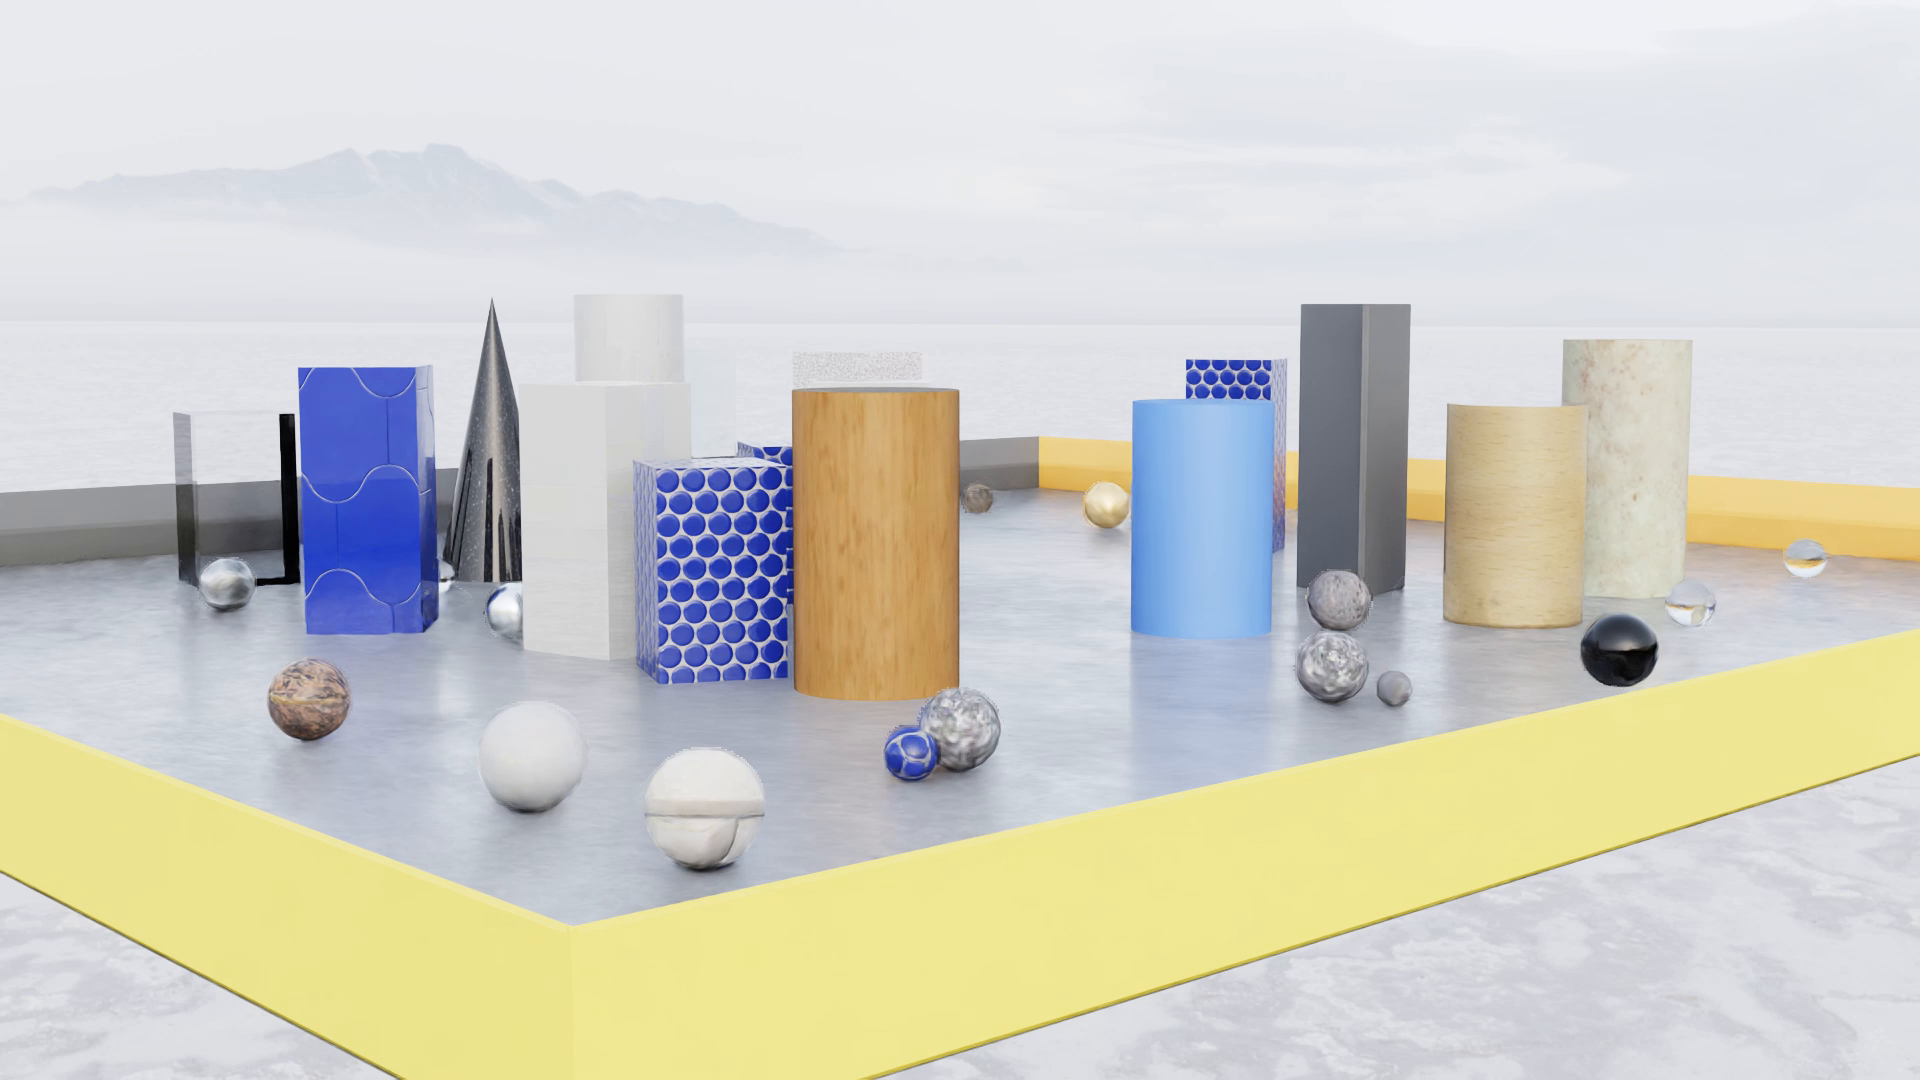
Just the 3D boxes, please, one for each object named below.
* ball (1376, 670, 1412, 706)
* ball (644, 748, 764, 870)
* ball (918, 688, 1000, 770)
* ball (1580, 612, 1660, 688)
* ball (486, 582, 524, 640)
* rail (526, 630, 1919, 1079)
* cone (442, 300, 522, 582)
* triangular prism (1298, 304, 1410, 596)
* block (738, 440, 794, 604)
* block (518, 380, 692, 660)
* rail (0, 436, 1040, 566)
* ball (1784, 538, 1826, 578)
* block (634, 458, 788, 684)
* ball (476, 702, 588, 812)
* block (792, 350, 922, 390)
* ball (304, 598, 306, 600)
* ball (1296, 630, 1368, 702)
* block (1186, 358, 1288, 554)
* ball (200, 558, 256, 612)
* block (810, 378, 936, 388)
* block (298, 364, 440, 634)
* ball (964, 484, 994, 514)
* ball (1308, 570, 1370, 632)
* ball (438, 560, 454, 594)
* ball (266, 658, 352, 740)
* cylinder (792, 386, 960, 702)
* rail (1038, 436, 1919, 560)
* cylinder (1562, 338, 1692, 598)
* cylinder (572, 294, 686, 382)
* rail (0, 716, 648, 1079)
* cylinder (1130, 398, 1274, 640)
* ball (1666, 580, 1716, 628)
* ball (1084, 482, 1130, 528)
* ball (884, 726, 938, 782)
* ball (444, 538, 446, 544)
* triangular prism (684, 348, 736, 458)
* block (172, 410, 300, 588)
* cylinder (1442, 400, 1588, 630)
[{"bbox_3d":[0.490,0.167,2.481,0.040,0.040,0.040,0,6,0],"label":"ball"},{"bbox_3d":[-0.204,0.215,1.758,0.096,0.096,0.096,0,6,0],"label":"ball"},{"bbox_3d":[0.000,0.184,2.131,0.080,0.080,0.080,0,6,0],"label":"ball"},{"bbox_3d":[0.780,0.130,2.600,0.089,0.089,0.089,0,6,0],"label":"ball"},{"bbox_3d":[-0.604,0.096,2.981,0.077,0.077,0.077,0,6,0],"label":"ball"},{"bbox_3d":[0.995,0.145,2.259,3.293,0.128,0.045,-5,8,-42],"label":"rail"},{"bbox_3d":[-0.778,-0.174,3.682,0.196,0.468,0.196,0,6,0],"label":"cone"},{"bbox_3d":[0.607,-0.147,3.495,0.147,0.454,0.170,4,7,34],"label":"triangular prism"},{"bbox_3d":[-0.253,-0.030,3.408,0.157,0.240,0.157,-2,6,-15],"label":"block"},{"bbox_3d":[-0.464,-0.031,2.891,0.157,0.349,0.157,4,7,36],"label":"block"},{"bbox_3d":[-0.995,-0.079,4.404,3.293,0.128,0.045,-5,8,-42],"label":"rail"},{"bbox_3d":[1.407,0.031,3.659,0.067,0.067,0.067,0,6,0],"label":"ball"},{"bbox_3d":[-0.309,0.034,2.710,0.157,0.258,0.157,-2,6,-18],"label":"block"},{"bbox_3d":[-0.381,0.193,1.958,0.097,0.097,0.097,0,6,0],"label":"ball"},{"bbox_3d":[-0.176,-0.138,3.798,0.157,0.373,0.157,6,8,44],"label":"block"},{"bbox_3d":[-0.941,0.085,3.239,0.047,0.047,0.047,0,6,0],"label":"ball"},{"bbox_3d":[0.423,0.144,2.500,0.082,0.082,0.082,0,6,0],"label":"ball"},{"bbox_3d":[0.512,-0.158,4.079,0.157,0.355,0.157,2,6,19],"label":"block"},{"bbox_3d":[-1.085,0.067,3.257,0.079,0.079,0.079,0,6,0],"label":"ball"},{"bbox_3d":[-0.116,-0.043,3.011,0.157,0.349,0.157,0,6,2],"label":"block"},{"bbox_3d":[-0.828,-0.061,3.091,0.157,0.367,0.157,-1,6,-5],"label":"block"},{"bbox_3d":[0.040,-0.090,4.817,0.066,0.066,0.066,0,6,0],"label":"ball"},{"bbox_3d":[0.526,0.084,3.053,0.086,0.086,0.086,0,6,0],"label":"ball"},{"bbox_3d":[-0.823,0.058,3.468,0.052,0.052,0.052,0,6,0],"label":"ball"},{"bbox_3d":[-0.676,0.166,2.284,0.084,0.084,0.084,0,6,0],"label":"ball"},{"bbox_3d":[-0.099,-0.001,2.592,0.196,0.352,0.196,0,6,0],"label":"cylinder"},{"bbox_3d":[1.193,-0.081,4.426,0.045,0.128,2.982,-5,8,-42],"label":"rail"},{"bbox_3d":[1.053,-0.118,3.490,0.196,0.398,0.196,0,6,0],"label":"cylinder"},{"bbox_3d":[-0.591,-0.204,3.950,0.196,0.472,0.196,0,6,0],"label":"cylinder"},{"bbox_3d":[-1.193,0.148,2.237,0.045,0.128,2.982,-5,8,-42],"label":"rail"},{"bbox_3d":[0.338,-0.034,3.066,0.196,0.318,0.196,0,6,0],"label":"cylinder"},{"bbox_3d":[1.030,0.090,3.098,0.066,0.066,0.066,0,6,0],"label":"ball"},{"bbox_3d":[0.300,-0.071,4.498,0.094,0.094,0.094,0,6,0],"label":"ball"},{"bbox_3d":[-0.047,0.203,2.083,0.053,0.053,0.053,0,6,0],"label":"ball"},{"bbox_3d":[-0.875,0.006,3.880,0.069,0.069,0.069,0,6,0],"label":"ball"},{"bbox_3d":[-0.538,-0.198,4.393,0.170,0.369,0.147,-1,6,-10],"label":"triangular prism"},{"bbox_3d":[-1.187,-0.070,3.607,0.157,0.278,0.157,-4,7,-32],"label":"block"},{"bbox_3d":[0.796,-0.040,3.158,0.196,0.311,0.196,0,6,0],"label":"cylinder"}]
